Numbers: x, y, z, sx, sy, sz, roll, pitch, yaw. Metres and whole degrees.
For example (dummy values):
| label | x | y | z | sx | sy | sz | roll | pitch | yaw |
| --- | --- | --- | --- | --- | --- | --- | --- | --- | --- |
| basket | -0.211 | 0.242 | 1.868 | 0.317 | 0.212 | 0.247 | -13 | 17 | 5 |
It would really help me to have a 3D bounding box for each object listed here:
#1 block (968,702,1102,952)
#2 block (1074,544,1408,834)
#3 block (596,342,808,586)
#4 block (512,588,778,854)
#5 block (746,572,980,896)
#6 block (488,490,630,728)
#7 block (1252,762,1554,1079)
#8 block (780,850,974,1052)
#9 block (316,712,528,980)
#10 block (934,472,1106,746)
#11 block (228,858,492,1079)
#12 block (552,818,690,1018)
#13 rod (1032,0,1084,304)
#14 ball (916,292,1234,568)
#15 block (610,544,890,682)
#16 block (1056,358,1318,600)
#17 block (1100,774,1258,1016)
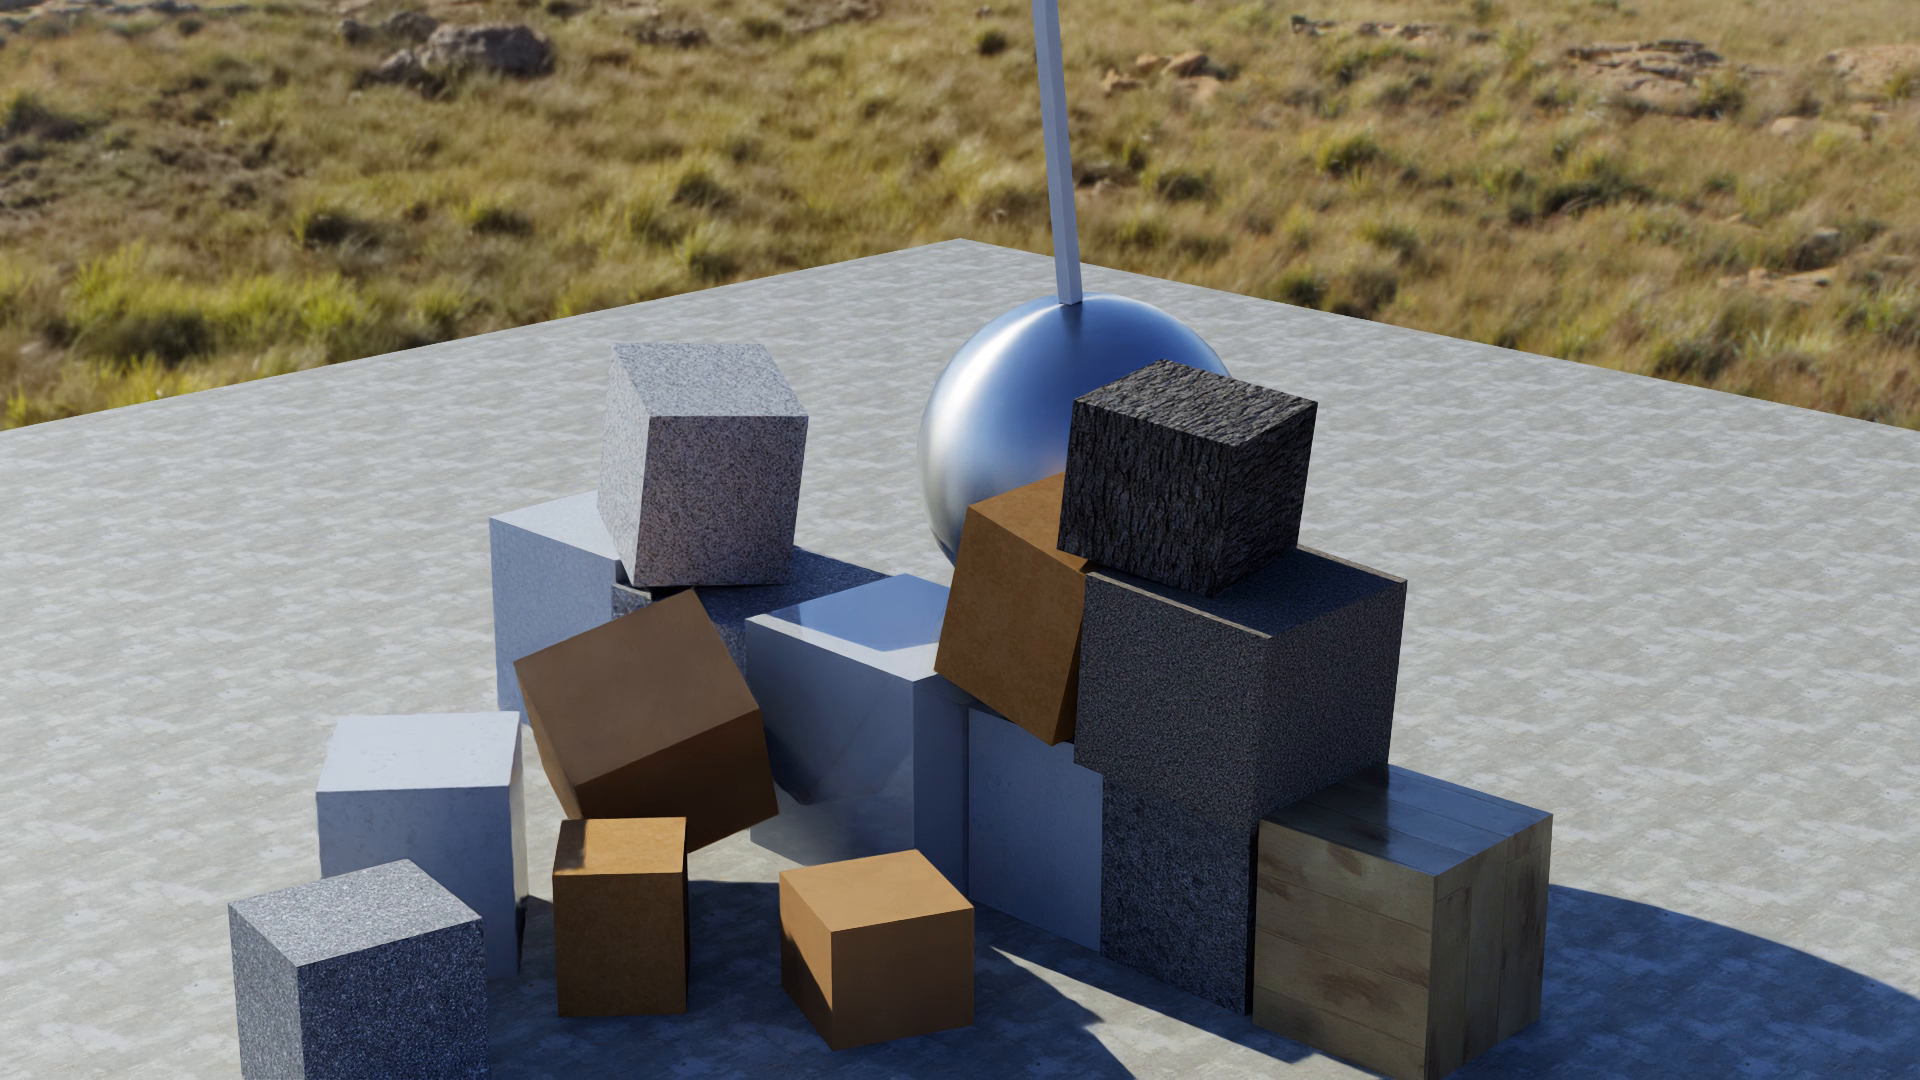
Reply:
| label | x | y | z | sx | sy | sz | roll | pitch | yaw |
| --- | --- | --- | --- | --- | --- | --- | --- | --- | --- |
| block | 0.602 | 1.180 | 13.062 | 0.776 | 0.916 | 0.816 | -17 | 24 | -42 |
| block | 1.164 | 0.549 | 12.219 | 0.924 | 0.849 | 0.976 | 20 | 26 | 38 |
| block | -1.287 | -0.382 | 14.492 | 0.780 | 0.903 | 0.896 | -1 | 27 | -19 |
| block | -1.413 | 0.902 | 13.273 | 0.873 | 0.852 | 0.754 | -23 | 54 | -14 |
| block | -0.233 | 0.915 | 13.585 | 0.996 | 1.109 | 1.146 | -16 | 23 | -41 |
| block | -1.698 | 0.398 | 15.269 | 1.030 | 1.084 | 1.036 | -17 | 24 | -42 |
| block | 1.794 | 1.543 | 11.918 | 0.837 | 0.909 | 0.846 | 16 | 23 | 40 |
| block | -0.347 | 1.684 | 12.111 | 0.615 | 0.526 | 0.636 | -7 | 19 | -21 |
| block | -2.305 | 1.319 | 12.679 | 0.792 | 0.880 | 0.873 | -1 | 18 | -5 |
| block | 0.427 | 0.287 | 12.656 | 0.698 | 0.826 | 0.651 | 31 | 34 | 32 |
| block | -2.335 | 1.785 | 11.415 | 0.753 | 0.750 | 0.687 | -12 | 21 | -33 |
| block | -1.410 | 1.573 | 12.277 | 0.526 | 0.637 | 0.575 | -1 | 17 | -3 |
| rod | 0.256 | -3.483 | 12.516 | 0.080 | 5.200 | 0.080 | 17 | 32 | 42 |
| ball | 0.591 | -0.371 | 13.844 | 1.600 | 1.600 | 1.600 | 0 | 17 | 0 |
| block | -0.921 | 0.693 | 14.526 | 1.078 | 0.967 | 1.175 | -16 | 24 | -42 |
| block | 0.944 | -0.267 | 12.165 | 0.741 | 0.659 | 0.758 | 18 | 25 | 28 |
| block | 1.201 | 1.375 | 12.535 | 0.881 | 0.861 | 0.807 | -17 | 24 | -42 |
